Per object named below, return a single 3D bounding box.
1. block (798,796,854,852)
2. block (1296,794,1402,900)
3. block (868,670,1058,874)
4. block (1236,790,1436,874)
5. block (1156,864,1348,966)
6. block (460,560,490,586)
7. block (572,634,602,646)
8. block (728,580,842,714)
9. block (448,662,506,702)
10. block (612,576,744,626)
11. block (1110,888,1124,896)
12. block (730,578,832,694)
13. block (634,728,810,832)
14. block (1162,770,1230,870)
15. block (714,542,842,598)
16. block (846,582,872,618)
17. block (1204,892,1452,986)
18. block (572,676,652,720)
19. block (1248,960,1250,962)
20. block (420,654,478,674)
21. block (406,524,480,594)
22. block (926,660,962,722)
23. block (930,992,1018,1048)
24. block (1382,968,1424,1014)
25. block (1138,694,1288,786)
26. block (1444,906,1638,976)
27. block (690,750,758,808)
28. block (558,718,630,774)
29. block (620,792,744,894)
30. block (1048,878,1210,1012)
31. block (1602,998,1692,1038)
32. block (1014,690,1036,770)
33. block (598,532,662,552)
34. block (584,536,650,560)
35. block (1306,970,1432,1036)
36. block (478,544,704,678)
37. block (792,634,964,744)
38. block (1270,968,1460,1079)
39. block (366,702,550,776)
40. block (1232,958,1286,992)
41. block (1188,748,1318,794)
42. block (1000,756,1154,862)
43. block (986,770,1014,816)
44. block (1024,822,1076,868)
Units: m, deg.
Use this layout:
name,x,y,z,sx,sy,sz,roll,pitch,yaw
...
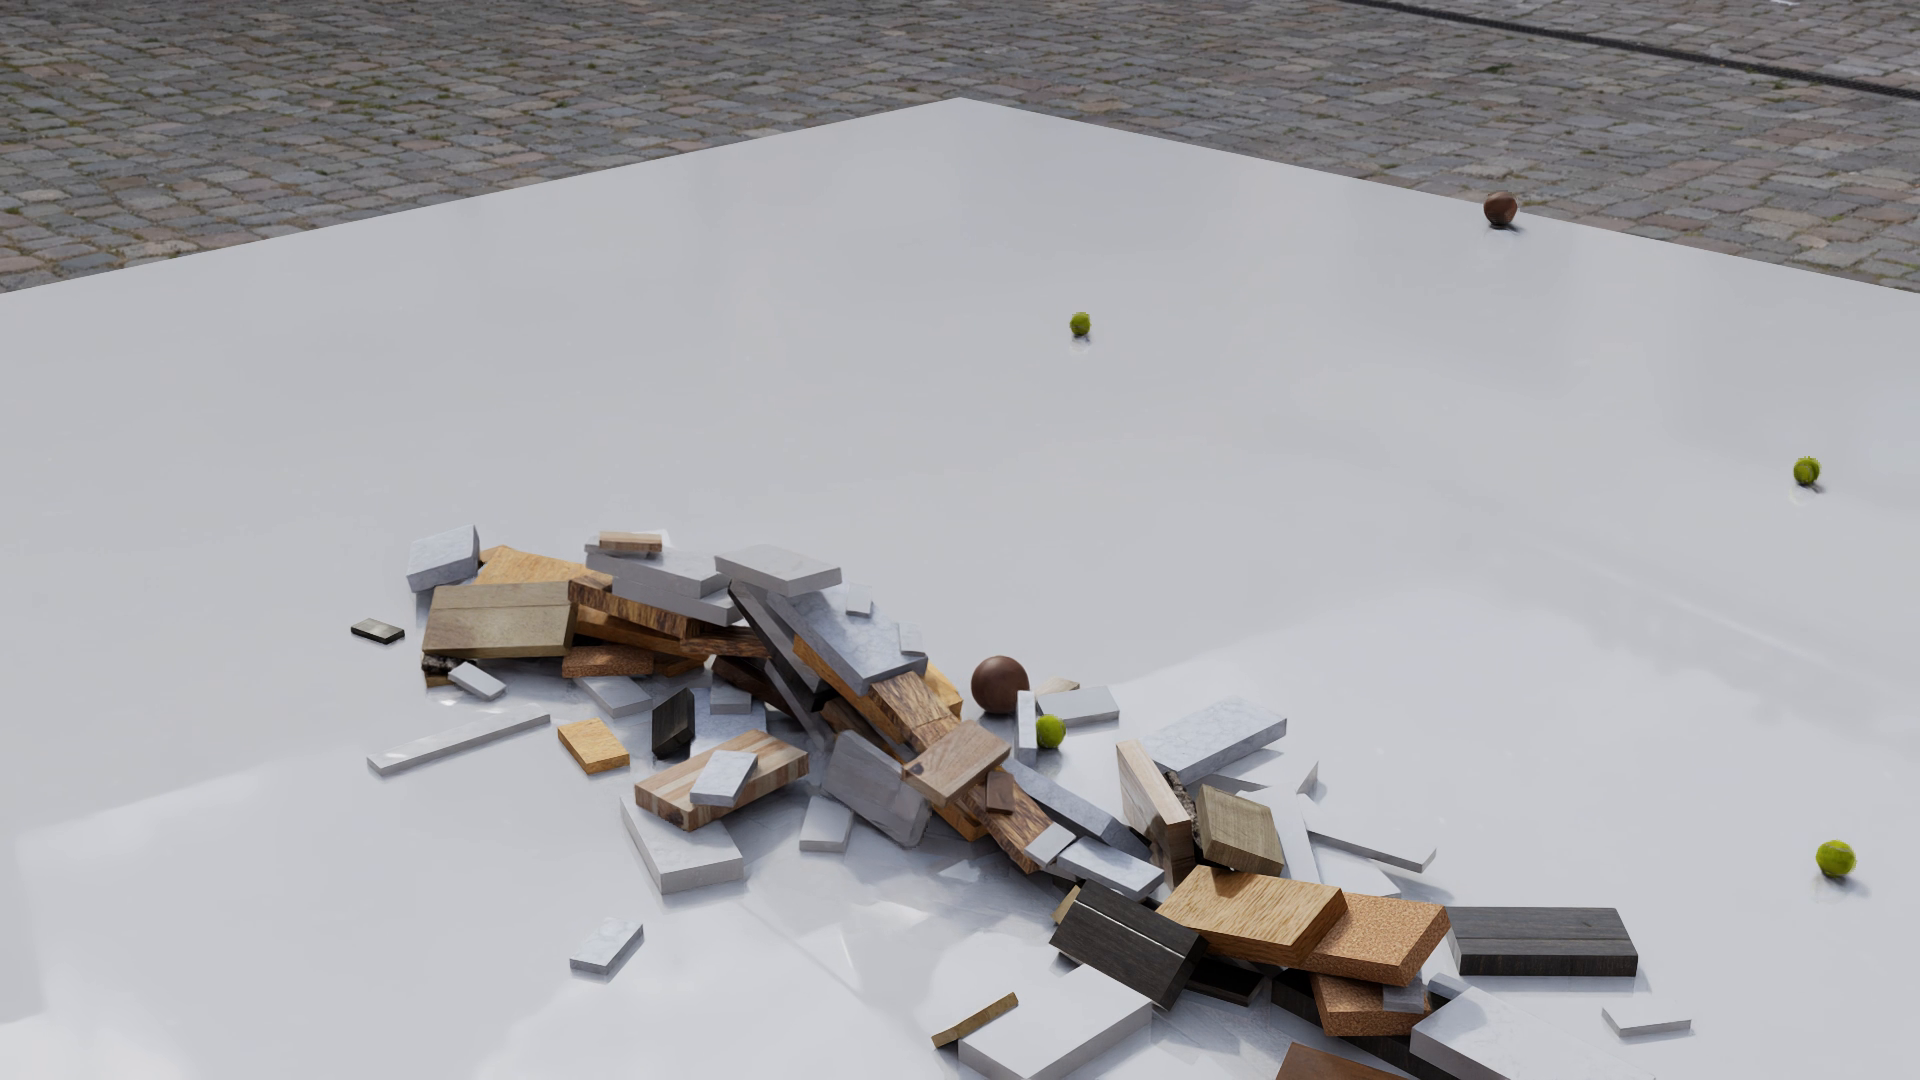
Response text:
name,x,y,z,sx,sy,sz,roll,pitch,yaw
block,-0.265,0.567,4.393,0.088,0.025,0.176,2,23,4
block,0.686,0.614,4.256,0.157,0.044,0.393,-8,24,-17
block,0.015,0.447,4.314,0.108,0.030,0.544,-16,46,-34
block,0.718,0.566,4.285,0.414,0.021,0.073,14,27,30
block,0.505,0.658,3.874,0.320,0.045,0.160,1,32,46
block,-0.986,0.132,5.305,0.441,0.046,0.163,9,32,24
block,-0.933,0.225,5.199,0.169,0.024,0.085,20,30,39
block,-0.344,0.211,4.743,0.151,0.043,0.380,-12,48,-34
block,-1.085,0.319,4.945,0.119,0.017,0.059,27,34,19
block,-0.606,0.119,4.903,0.302,0.043,0.151,14,19,24
block,0.298,0.706,4.000,0.021,0.075,0.149,19,14,-27
block,-0.329,0.177,4.716,0.170,0.048,0.340,-16,50,-36
block,-0.479,0.483,4.447,0.162,0.046,0.324,20,30,39
block,0.457,0.569,4.235,0.039,0.139,0.277,-25,26,-3
block,-0.388,0.062,4.655,0.126,0.036,0.333,-14,16,-30
block,-0.212,0.127,4.616,0.049,0.014,0.098,10,34,-5
block,0.591,0.679,3.863,0.528,0.045,0.160,0,31,45
block,-0.782,0.335,4.937,0.094,0.027,0.227,-14,27,-29
block,0.502,0.710,3.972,0.077,0.022,0.155,-33,24,-23
block,-1.163,0.286,5.008,0.119,0.017,0.059,9,19,-10
block,-1.290,0.043,5.498,0.163,0.046,0.327,-17,17,-7
block,-0.057,0.337,4.827,0.030,0.108,0.215,-14,27,-20
block,0.026,0.818,3.751,0.146,0.021,0.073,-21,-10,-40
block,0.747,0.751,3.714,0.066,0.019,0.132,3,23,8
block,0.515,0.420,4.606,0.344,0.043,0.150,-20,30,-39
block,1.050,0.727,3.989,0.314,0.044,0.157,0,23,1
block,-0.469,0.474,4.377,0.088,0.025,0.176,4,23,10
block,-0.783,0.438,4.693,0.094,0.027,0.188,-12,26,-26
block,-0.551,0.582,4.331,0.162,0.046,0.324,-9,25,-20
block,0.297,0.715,3.899,0.277,0.039,0.139,20,73,46
block,1.184,0.824,3.795,0.132,0.019,0.066,-5,23,-11
block,0.135,0.429,4.586,0.036,0.126,0.253,4,23,-1
block,-0.736,0.004,4.911,0.139,0.020,0.069,3,17,-11
block,-0.766,0.016,4.927,0.139,0.020,0.069,6,17,0
block,0.695,0.739,3.830,0.173,0.049,0.346,0,23,-1
block,-0.920,0.163,5.340,0.100,0.028,0.871,-19,30,-38
block,-0.172,0.280,4.552,0.170,0.048,0.340,-21,47,-40
block,1.001,0.918,3.535,0.173,0.049,1.118,-21,31,-41
block,-1.075,0.427,4.730,0.398,0.020,0.070,-17,28,-35
block,0.544,0.753,3.959,0.077,0.022,0.155,-13,26,-27
block,0.577,0.478,4.579,0.301,0.043,0.150,11,25,24
block,0.214,0.532,4.312,0.329,0.164,0.047,25,76,45
block,0.076,0.488,4.242,0.052,0.015,0.103,10,36,-6
block,0.170,0.576,4.155,0.052,0.015,0.103,31,40,22
